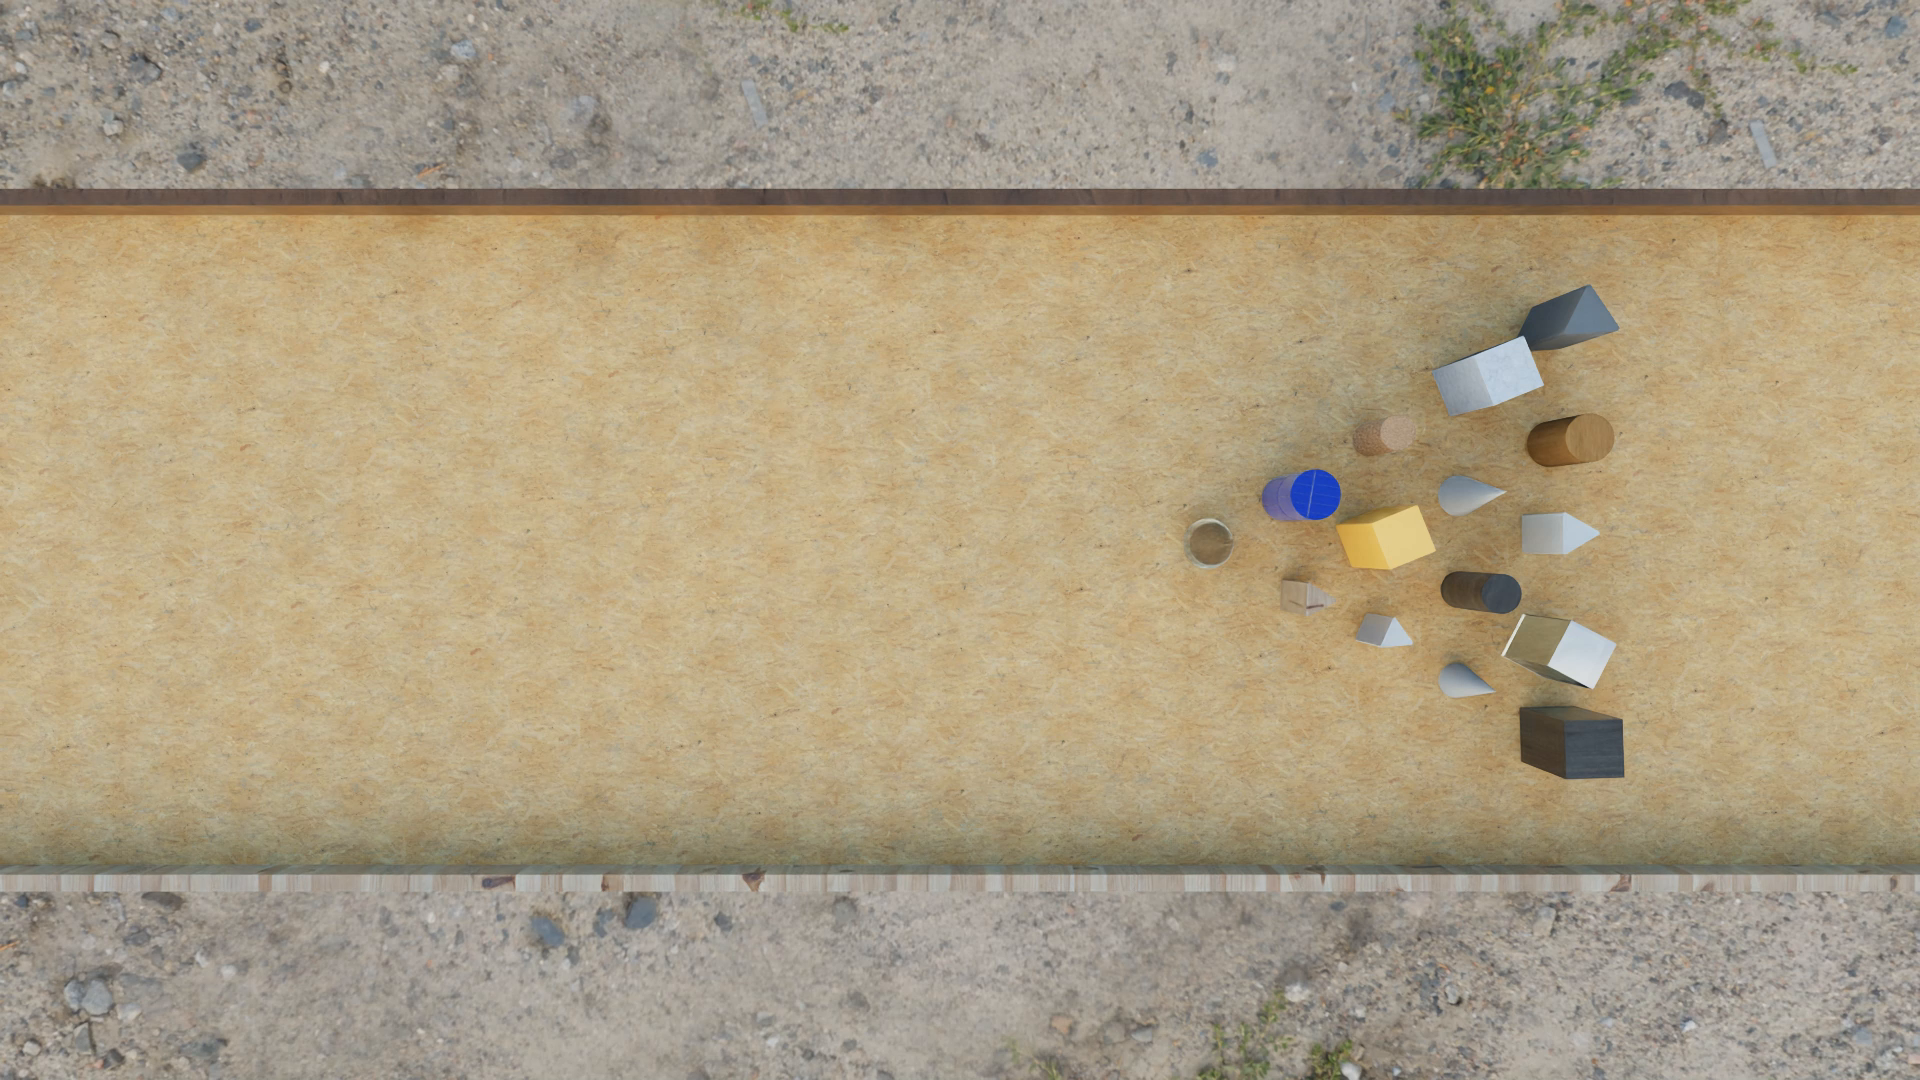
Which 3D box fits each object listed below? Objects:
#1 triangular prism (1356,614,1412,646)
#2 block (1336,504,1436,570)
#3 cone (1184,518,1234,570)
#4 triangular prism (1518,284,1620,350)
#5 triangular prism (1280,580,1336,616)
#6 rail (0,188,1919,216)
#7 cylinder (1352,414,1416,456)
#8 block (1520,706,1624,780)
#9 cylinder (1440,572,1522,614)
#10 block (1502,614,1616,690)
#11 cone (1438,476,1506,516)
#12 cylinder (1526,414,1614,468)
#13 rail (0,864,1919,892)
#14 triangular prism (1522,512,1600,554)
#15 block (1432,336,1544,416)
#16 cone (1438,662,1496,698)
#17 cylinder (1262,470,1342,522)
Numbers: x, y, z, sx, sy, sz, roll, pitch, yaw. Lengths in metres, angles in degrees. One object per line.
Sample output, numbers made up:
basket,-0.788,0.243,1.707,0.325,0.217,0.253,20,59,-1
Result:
triangular prism,1.257,0.264,4.918,0.093,0.316,0.080,-5,90,0
block,1.245,-0.008,4.852,0.139,0.449,0.139,-22,90,0
cone,0.764,0.012,4.890,0.156,0.374,0.156,0,90,0
triangular prism,1.769,-0.652,4.852,0.153,0.449,0.132,-4,90,0
triangular prism,1.011,0.158,4.885,0.096,0.383,0.083,-28,90,0
rail,-2.247,-1.025,5.002,12.000,0.150,0.050,0,90,0
cylinder,1.259,-0.309,4.908,0.103,0.336,0.103,0,90,0
block,1.808,0.596,4.888,0.167,0.378,0.167,-2,90,0
cylinder,1.536,0.153,4.877,0.114,0.399,0.114,0,90,0
block,1.763,0.325,4.874,0.145,0.404,0.145,28,90,0
cone,1.535,-0.136,4.852,0.128,0.449,0.128,0,90,0
cylinder,1.815,-0.295,4.914,0.141,0.324,0.141,0,90,0
rail,-2.247,1.025,5.001,12.000,0.150,0.050,0,90,0
triangular prism,1.758,-0.034,4.903,0.118,0.348,0.102,-30,90,0
block,1.550,-0.479,4.866,0.152,0.420,0.152,-22,90,0
cone,1.528,0.432,4.883,0.109,0.387,0.109,0,90,0
cylinder,0.999,-0.127,4.854,0.142,0.445,0.142,0,90,0
